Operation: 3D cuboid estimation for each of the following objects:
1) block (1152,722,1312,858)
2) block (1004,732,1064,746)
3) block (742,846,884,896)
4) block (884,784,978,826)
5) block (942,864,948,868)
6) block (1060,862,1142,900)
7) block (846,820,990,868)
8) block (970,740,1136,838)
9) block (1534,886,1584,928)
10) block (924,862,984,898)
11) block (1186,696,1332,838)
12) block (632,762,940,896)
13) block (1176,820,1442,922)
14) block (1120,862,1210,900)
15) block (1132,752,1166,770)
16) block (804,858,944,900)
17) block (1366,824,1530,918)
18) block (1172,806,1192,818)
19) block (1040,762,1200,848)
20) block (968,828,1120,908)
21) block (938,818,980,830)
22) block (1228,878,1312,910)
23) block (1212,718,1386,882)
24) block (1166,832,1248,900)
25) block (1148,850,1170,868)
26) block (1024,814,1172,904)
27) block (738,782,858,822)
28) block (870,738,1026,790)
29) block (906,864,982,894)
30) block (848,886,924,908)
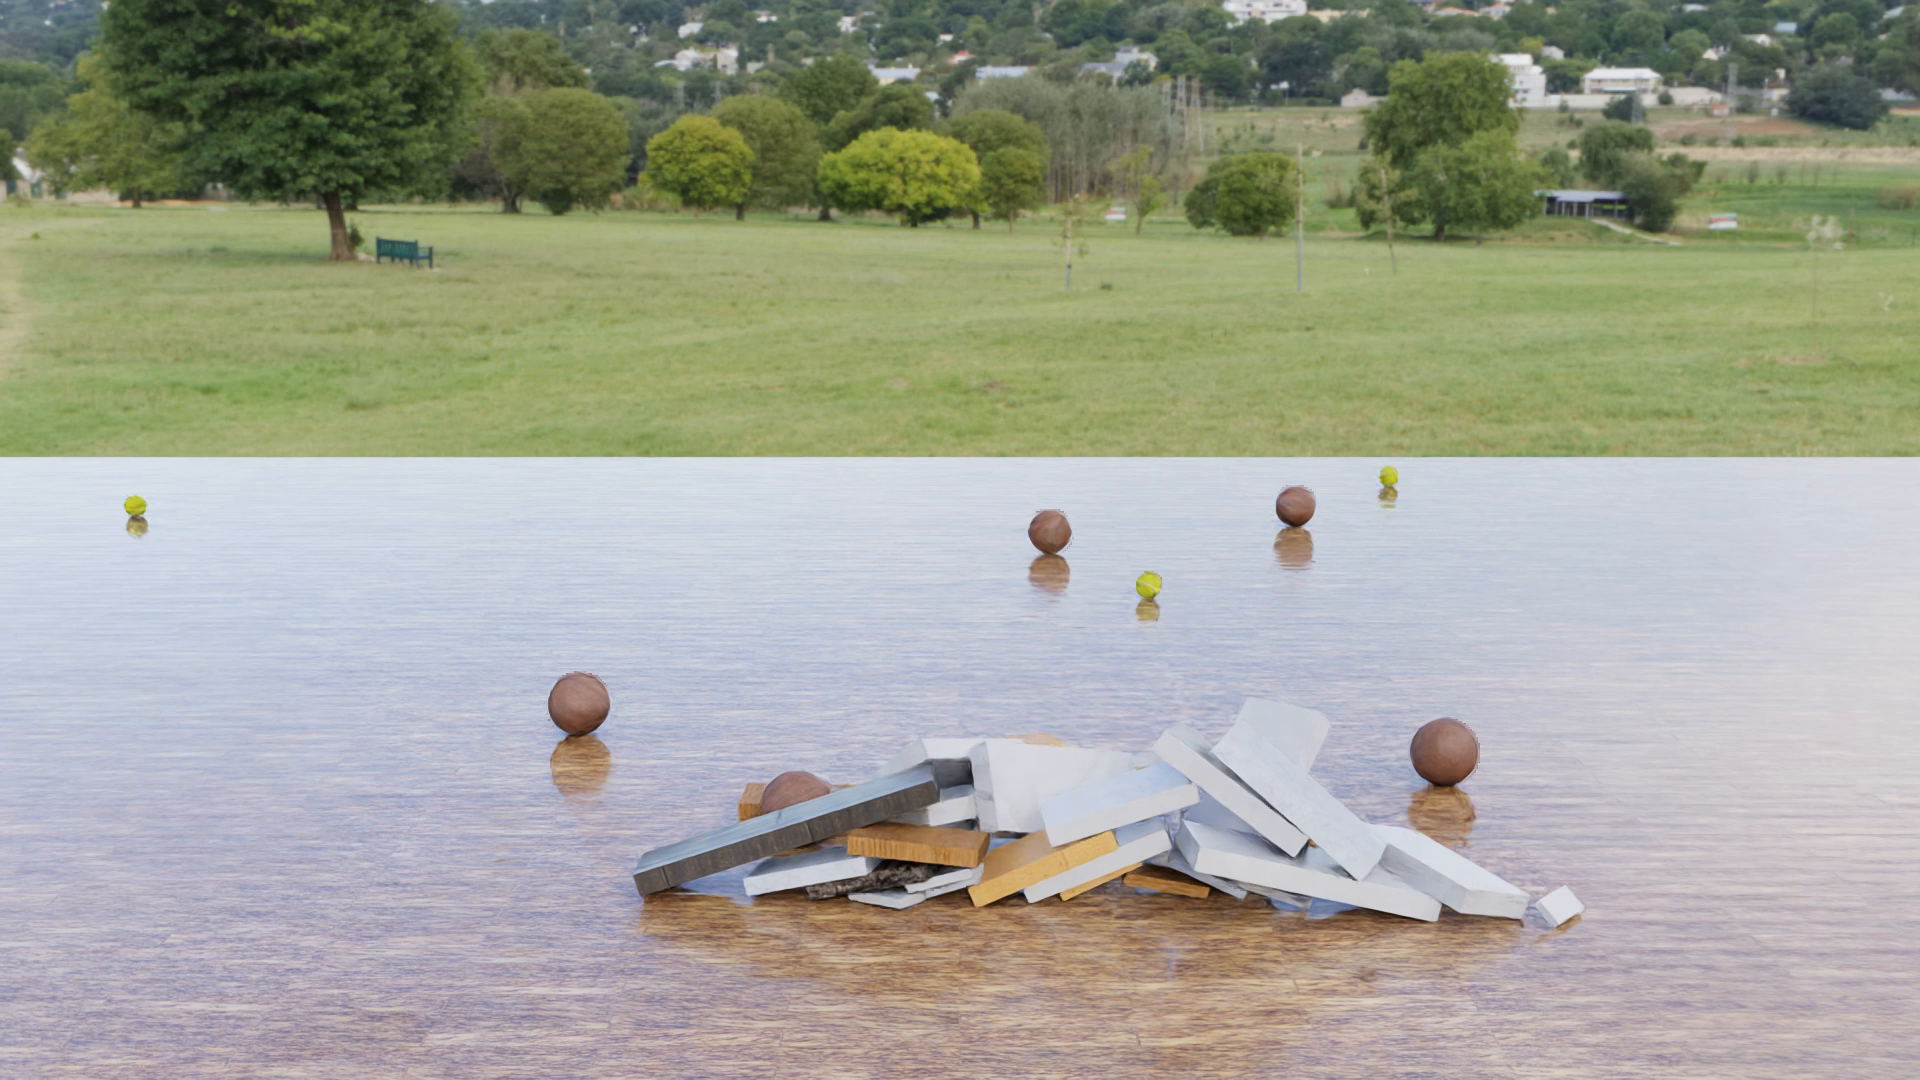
[{"bbox_3d":[0.455,0.408,3.607,0.286,0.041,0.143,37,11,14],"label":"block"},{"bbox_3d":[0.118,0.424,4.498,0.170,0.024,0.085,-5,12,-25],"label":"block"},{"bbox_3d":[-0.240,0.543,3.652,0.215,0.030,0.108,-12,5,16],"label":"block"},{"bbox_3d":[0.001,0.454,3.799,0.273,0.039,0.136,-4,0,-43],"label":"block"},{"bbox_3d":[-0.076,0.530,3.891,0.129,0.037,0.258,1,11,8],"label":"block"},{"bbox_3d":[0.228,0.551,3.660,0.143,0.020,0.072,-24,12,-1],"label":"block"},{"bbox_3d":[-0.067,0.497,3.604,0.215,0.030,0.108,5,9,10],"label":"block"},{"bbox_3d":[0.172,0.440,3.821,0.356,0.156,0.044,9,-25,-41],"label":"block"},{"bbox_3d":[0.967,0.591,3.547,0.095,0.014,0.048,-12,58,-48],"label":"block"},{"bbox_3d":[-0.020,0.563,3.638,0.115,0.016,0.058,-19,14,17],"label":"block"},{"bbox_3d":[0.509,0.428,3.838,0.156,0.311,0.044,10,-29,43],"label":"block"},{"bbox_3d":[-0.286,0.482,3.679,0.518,0.039,0.136,-18,7,1],"label":"block"},{"bbox_3d":[0.564,0.536,3.568,0.413,0.041,0.143,13,9,-9],"label":"block"},{"bbox_3d":[0.341,0.566,3.671,0.143,0.020,0.072,11,10,-4],"label":"block"},{"bbox_3d":[0.366,0.448,4.366,0.170,0.024,0.085,-2,11,-12],"label":"block"},{"bbox_3d":[-0.140,0.551,3.643,0.215,0.030,0.108,-12,5,20],"label":"block"},{"bbox_3d":[0.784,0.543,3.625,0.143,0.041,0.286,11,10,-32],"label":"block"},{"bbox_3d":[0.397,0.445,3.949,0.024,0.085,0.170,3,1,-2],"label":"block"},{"bbox_3d":[0.262,0.431,3.632,0.254,0.036,0.127,-17,14,1],"label":"block"},{"bbox_3d":[0.134,0.523,3.648,0.254,0.036,0.127,-23,13,4],"label":"block"},{"bbox_3d":[-0.037,0.479,3.950,0.258,0.037,0.129,13,14,37],"label":"block"},{"bbox_3d":[0.512,0.558,3.616,0.139,0.020,0.069,19,31,0],"label":"block"},{"bbox_3d":[0.554,0.421,3.585,0.311,0.044,0.156,41,13,10],"label":"block"},{"bbox_3d":[0.416,0.542,3.662,0.139,0.020,0.069,25,33,0],"label":"block"},{"bbox_3d":[0.381,0.540,3.704,0.143,0.020,0.072,20,9,-7],"label":"block"},{"bbox_3d":[0.226,0.520,3.661,0.254,0.036,0.127,-22,12,7],"label":"block"},{"bbox_3d":[-0.276,0.491,4.100,0.258,0.037,0.129,1,11,3],"label":"block"},{"bbox_3d":[-0.015,0.398,3.870,0.273,0.039,0.136,6,-37,-48],"label":"block"},{"bbox_3d":[-0.026,0.550,3.601,0.115,0.016,0.058,-17,3,19],"label":"block"},{"bbox_3d":[-0.122,0.585,3.621,0.115,0.016,0.058,2,8,40],"label":"block"}]
